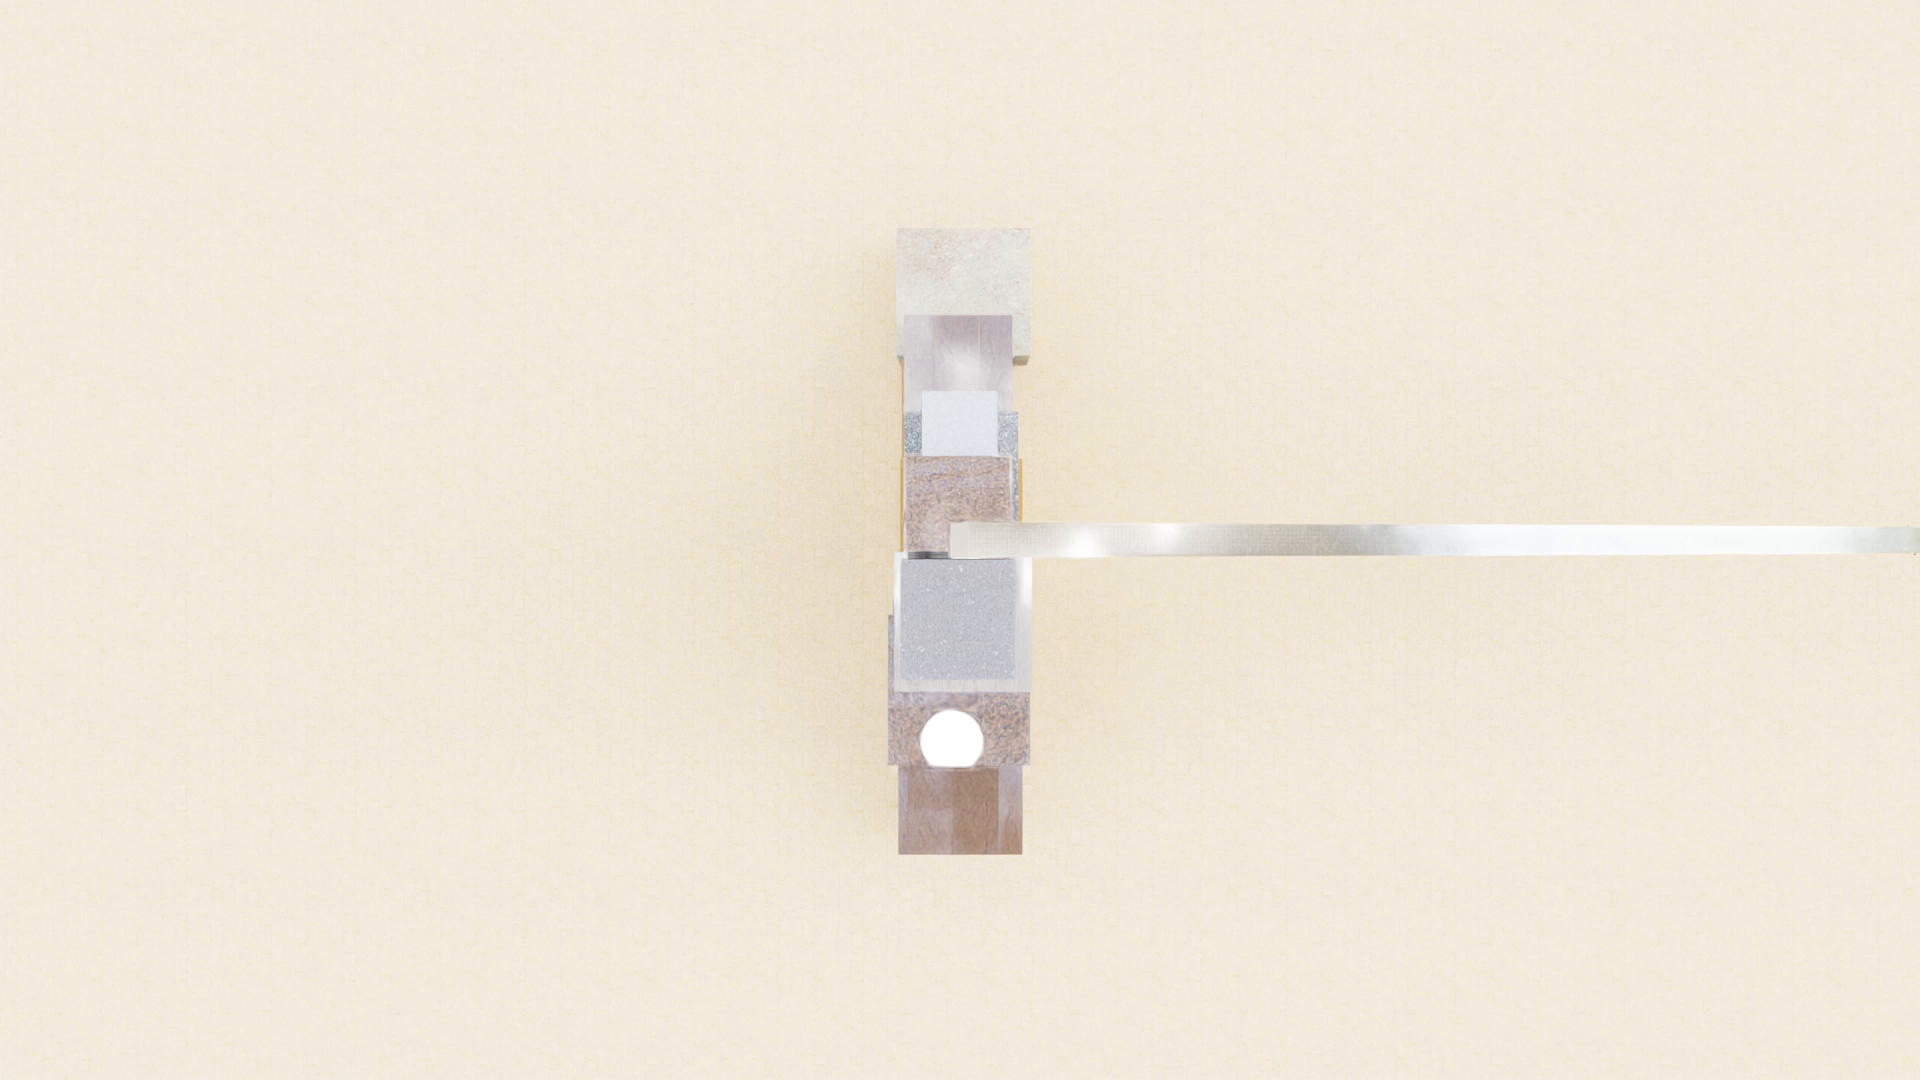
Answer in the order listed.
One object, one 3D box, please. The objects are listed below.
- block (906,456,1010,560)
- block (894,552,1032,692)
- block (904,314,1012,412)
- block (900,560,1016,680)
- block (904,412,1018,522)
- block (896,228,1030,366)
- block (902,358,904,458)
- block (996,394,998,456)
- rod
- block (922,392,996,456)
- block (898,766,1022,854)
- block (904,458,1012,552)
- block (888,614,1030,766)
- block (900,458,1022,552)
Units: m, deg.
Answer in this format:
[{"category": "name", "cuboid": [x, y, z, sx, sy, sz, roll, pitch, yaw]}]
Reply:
[{"category": "block", "cuboid": [-0.008, -0.142, 10.015, 0.461, 0.494, 0.421, 0, 85, 0]}, {"category": "block", "cuboid": [0.015, 0.383, 10.572, 0.643, 0.657, 0.652, 0, 90, 0]}, {"category": "block", "cuboid": [-0.010, -0.942, 11.997, 0.578, 0.586, 0.518, 0, 91, 0]}, {"category": "block", "cuboid": [-0.010, 0.352, 9.971, 0.507, 0.545, 0.531, 0, 90, 0]}, {"category": "block", "cuboid": [0.007, -0.380, 11.923, 0.605, 0.563, 0.597, 0, 90, 0]}, {"category": "block", "cuboid": [0.019, -1.388, 12.644, 0.750, 0.711, 0.713, 0, 90, 0]}, {"category": "block", "cuboid": [-0.017, -0.742, 12.685, 0.625, 0.629, 0.560, 0, 90, 0]}, {"category": "block", "cuboid": [-0.002, -0.512, 11.428, 0.385, 0.428, 0.469, 0, 90, 0]}, {"category": "rod", "cuboid": [2.234, 0.000, 6.339, 5.200, 0.080, 0.080, 0, 90, -31]}, {"category": "block", "cuboid": [-0.004, -0.517, 10.546, 0.349, 0.367, 0.314, 0, 83, 0]}, {"category": "block", "cuboid": [0.003, 1.407, 12.589, 0.691, 0.821, 0.674, 0, 90, 0]}, {"category": "block", "cuboid": [-0.011, -0.169, 10.933, 0.528, 0.439, 0.458, 0, 90, 0]}, {"category": "block", "cuboid": [-0.004, 0.796, 11.799, 0.738, 0.784, 0.785, 0, 87, 0]}, {"category": "block", "cuboid": [0.008, -0.054, 12.602, 0.680, 0.795, 0.796, 0, 90, 0]}]
